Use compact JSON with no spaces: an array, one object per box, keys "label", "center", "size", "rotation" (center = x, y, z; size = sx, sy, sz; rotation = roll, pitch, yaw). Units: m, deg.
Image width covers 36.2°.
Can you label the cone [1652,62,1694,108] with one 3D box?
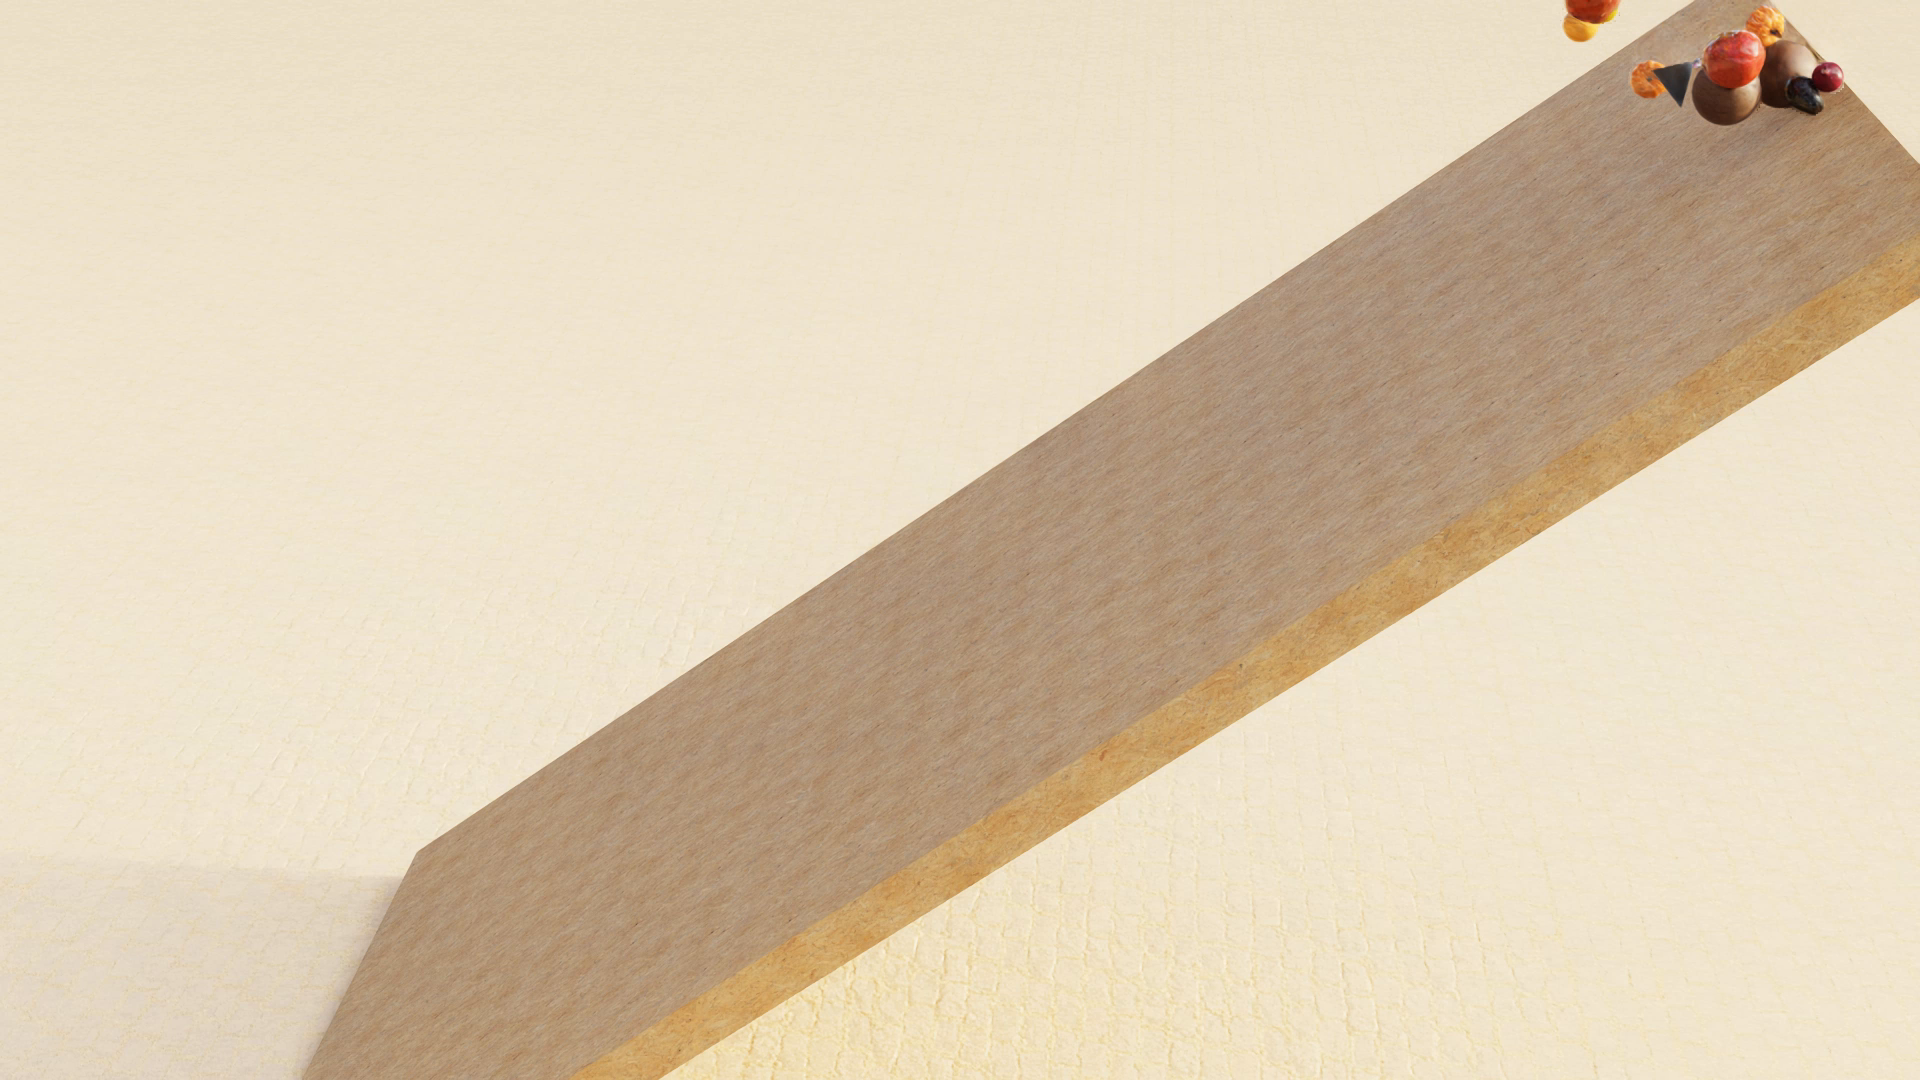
[{"label":"cone","center":[1.400,-0.884,5.740],"size":[0.083,0.083,0.083],"rotation":[-11,4,1]}]

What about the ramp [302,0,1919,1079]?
[{"label":"ramp","center":[0.132,0.177,6.315],"size":[4.000,0.100,2.000],"rotation":[-33,16,16]}]
